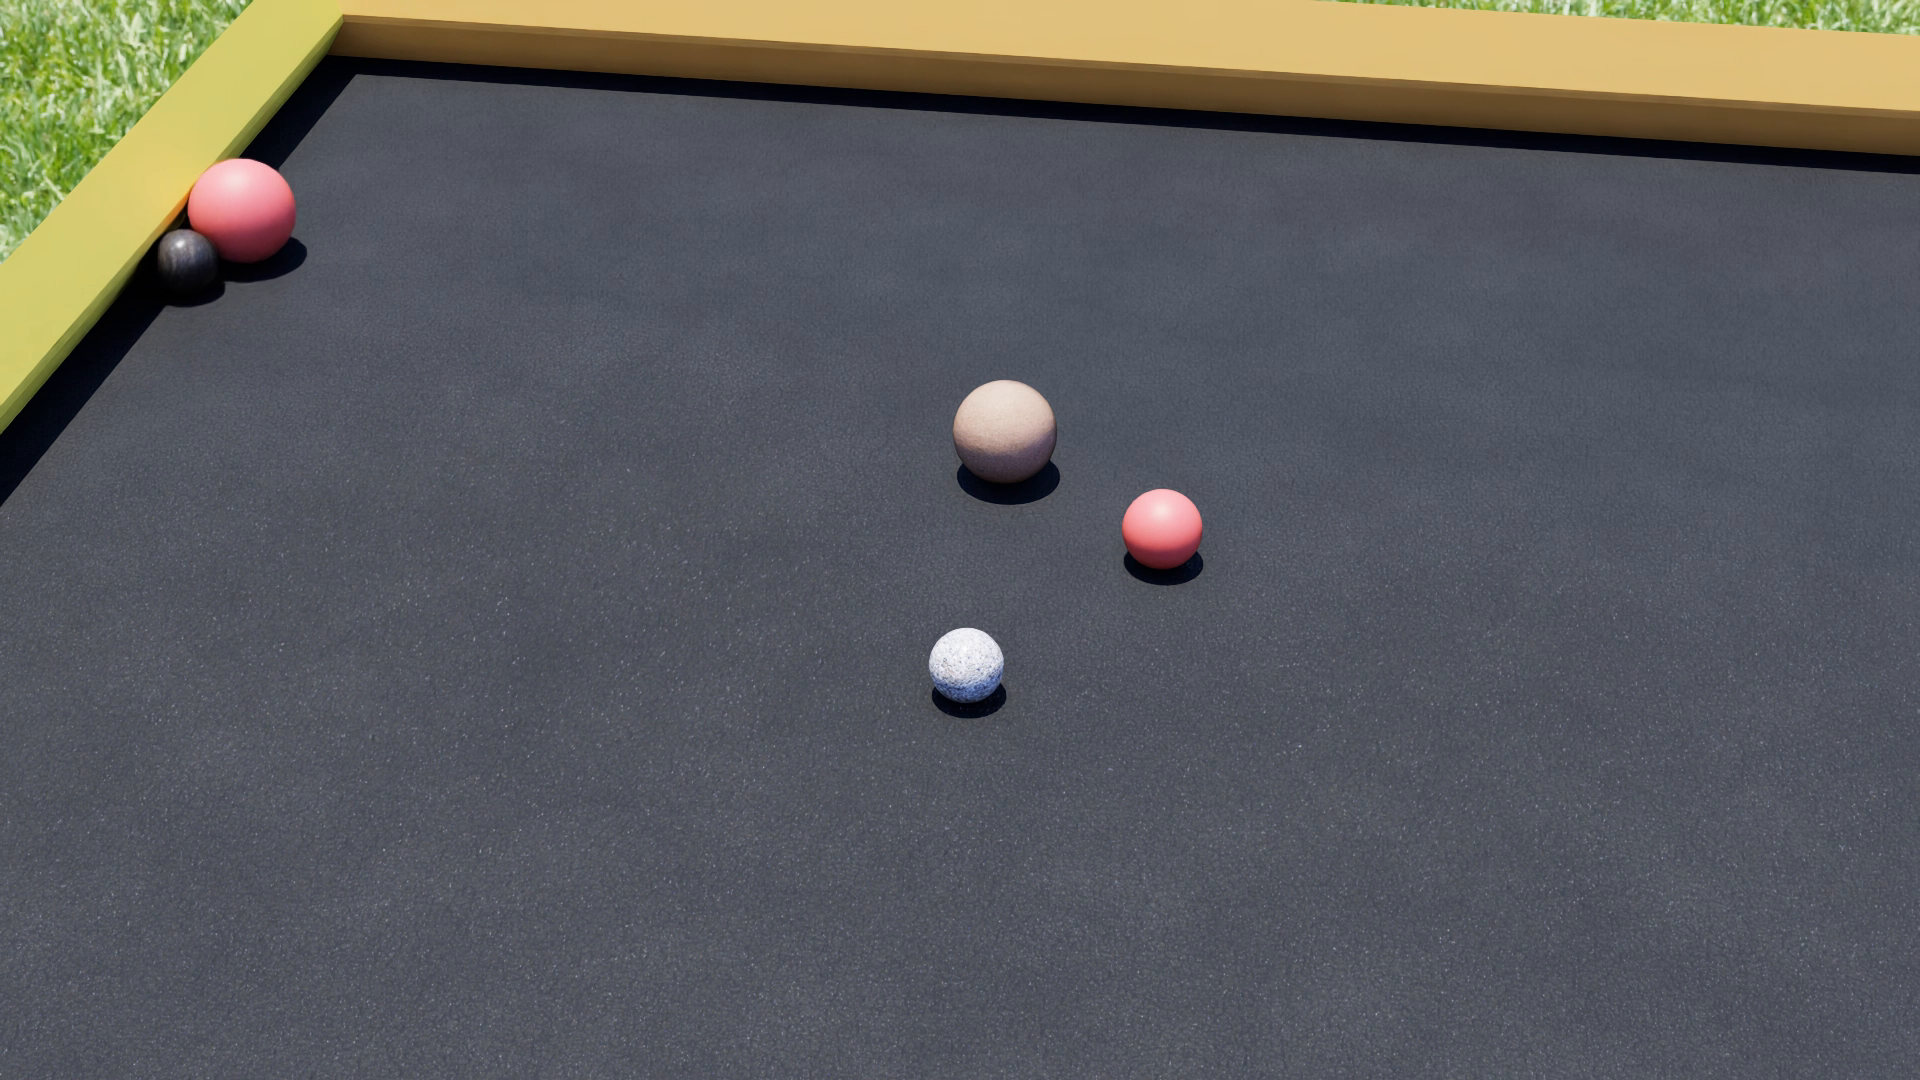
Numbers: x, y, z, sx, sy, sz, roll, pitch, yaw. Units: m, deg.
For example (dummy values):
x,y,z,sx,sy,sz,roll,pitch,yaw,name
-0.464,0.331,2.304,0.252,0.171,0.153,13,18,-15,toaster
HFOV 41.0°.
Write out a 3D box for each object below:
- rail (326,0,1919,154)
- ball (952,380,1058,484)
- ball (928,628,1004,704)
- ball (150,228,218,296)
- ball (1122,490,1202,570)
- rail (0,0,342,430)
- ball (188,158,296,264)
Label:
x,y,z,sx,sy,sz,roll,pitch,yaw,name
0.929,-0.421,2.488,3.258,0.124,0.045,5,35,7,rail
0.036,-0.086,2.038,0.083,0.083,0.083,0,35,0,ball
0.005,0.089,1.811,0.054,0.054,0.054,0,35,0,ball
-0.694,-0.249,2.296,0.059,0.059,0.059,0,35,0,ball
0.153,-0.008,1.945,0.061,0.061,0.061,0,35,0,ball
-0.782,-0.089,2.005,0.045,0.124,1.712,5,35,7,rail
-0.654,-0.299,2.338,0.095,0.095,0.095,0,35,0,ball
